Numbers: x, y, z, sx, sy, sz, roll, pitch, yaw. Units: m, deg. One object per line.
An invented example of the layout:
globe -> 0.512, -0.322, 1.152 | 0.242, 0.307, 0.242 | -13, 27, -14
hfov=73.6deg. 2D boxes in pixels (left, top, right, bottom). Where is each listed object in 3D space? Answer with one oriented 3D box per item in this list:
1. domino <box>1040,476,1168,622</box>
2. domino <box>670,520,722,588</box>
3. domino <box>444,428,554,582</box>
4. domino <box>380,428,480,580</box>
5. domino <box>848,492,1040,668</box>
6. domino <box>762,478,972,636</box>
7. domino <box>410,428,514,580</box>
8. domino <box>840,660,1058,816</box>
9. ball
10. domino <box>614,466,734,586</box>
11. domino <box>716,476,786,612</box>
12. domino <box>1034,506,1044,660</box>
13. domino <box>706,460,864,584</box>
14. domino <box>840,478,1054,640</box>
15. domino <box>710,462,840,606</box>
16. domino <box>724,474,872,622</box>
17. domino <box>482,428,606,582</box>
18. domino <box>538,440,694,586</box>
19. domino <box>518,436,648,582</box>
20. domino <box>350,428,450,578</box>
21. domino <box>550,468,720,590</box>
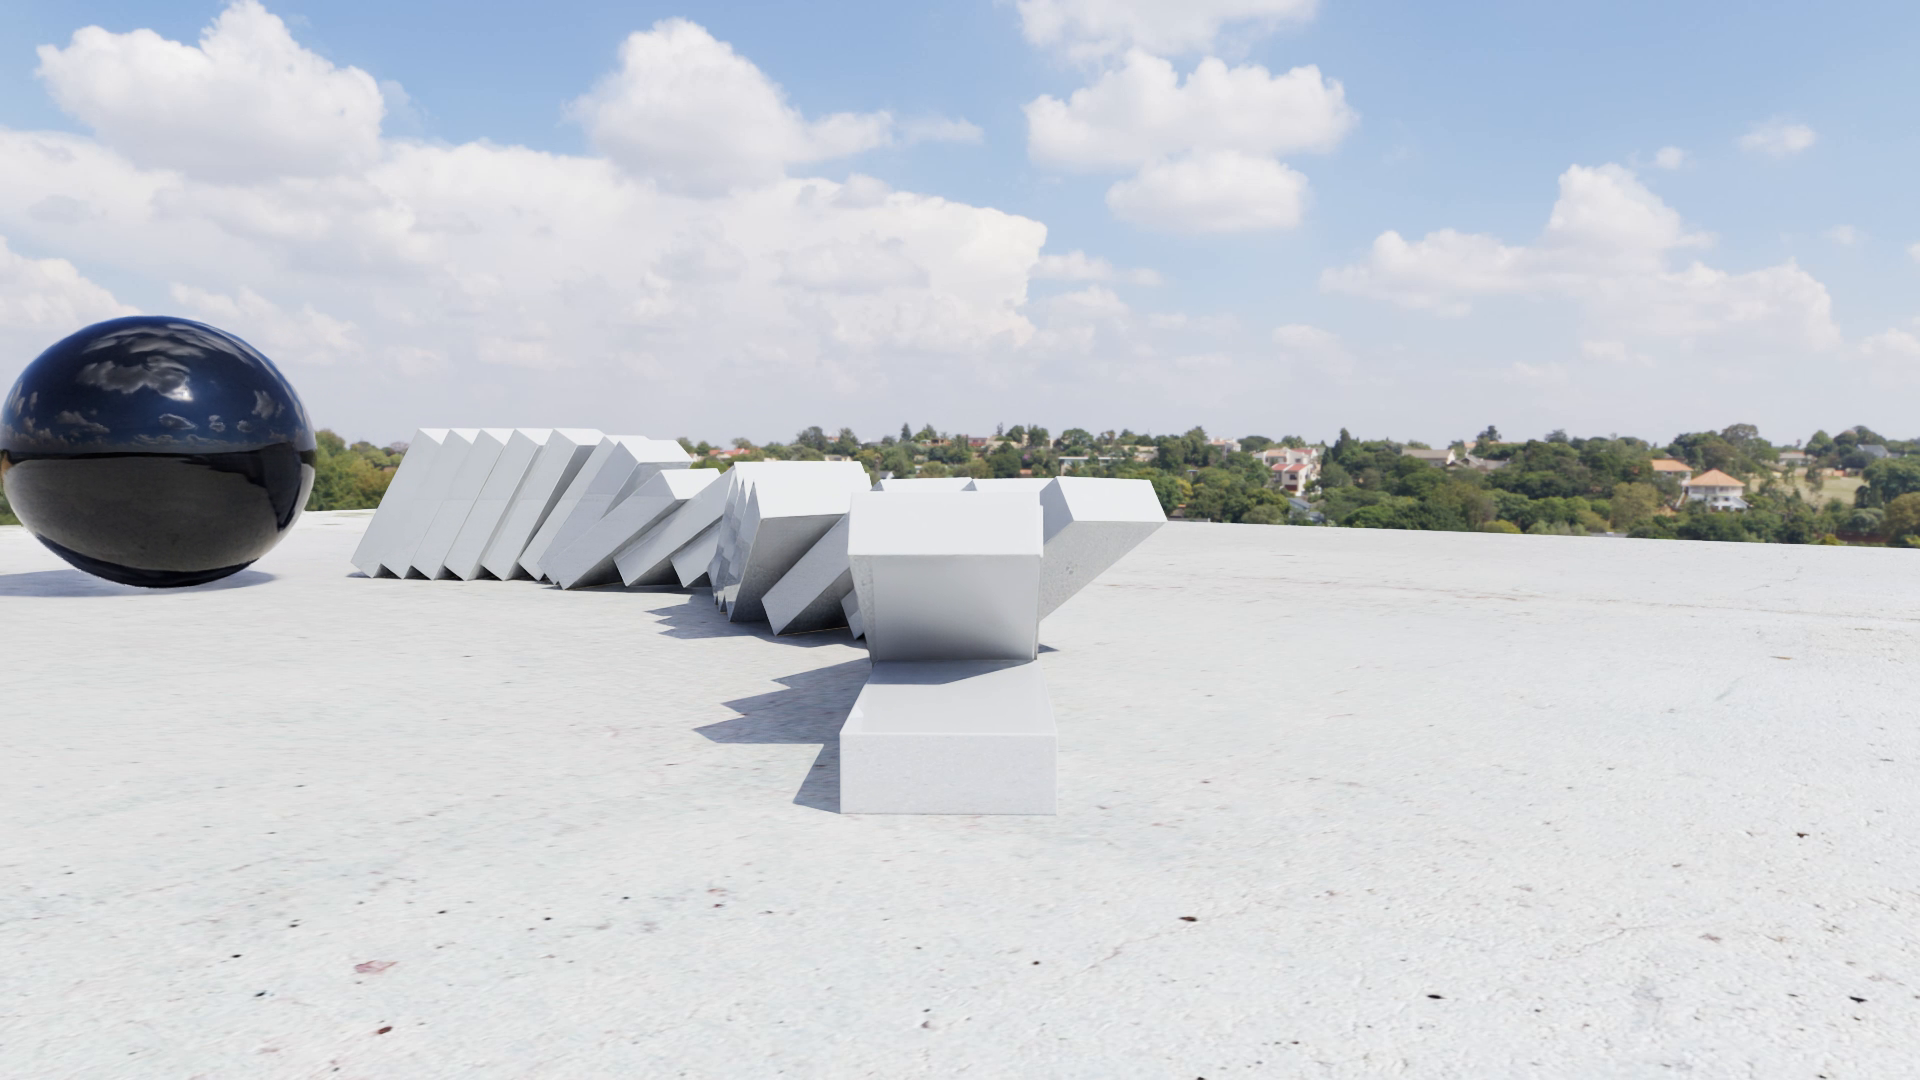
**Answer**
domino -> 0.016, 0.005, 0.259 | 0.025, 0.009, 0.050 | 0, -30, -39
domino -> -0.055, -0.003, 0.365 | 0.050, 0.009, 0.025 | -34, -15, 21
domino -> -0.141, -0.012, 0.405 | 0.009, 0.050, 0.025 | 34, 11, 10
domino -> -0.163, -0.012, 0.411 | 0.010, 0.050, 0.025 | 34, 11, 10
domino -> -0.001, 0.010, 0.190 | 0.025, 0.009, 0.050 | 0, -28, 2
domino -> -0.019, 0.004, 0.278 | 0.025, 0.009, 0.050 | -4, -27, -43
domino -> -0.152, -0.012, 0.407 | 0.010, 0.050, 0.025 | 34, 11, 10
domino -> -0.001, 0.025, 0.172 | 0.025, 0.009, 0.050 | 0, 4, 1
ball -> -0.233, -0.026, 0.376 | 0.080, 0.080, 0.080 | 0, 4, 0
domino -> -0.073, -0.004, 0.370 | 0.050, 0.010, 0.025 | -34, -14, 21
domino -> -0.043, 0.002, 0.309 | 0.025, 0.009, 0.050 | -2, -29, -19
domino -> 0.002, 0.009, 0.233 | 0.025, 0.009, 0.050 | 0, -24, 2
domino -> -0.047, -0.002, 0.345 | 0.025, 0.009, 0.050 | -2, -33, -37
domino -> -0.001, 0.004, 0.271 | 0.025, 0.009, 0.050 | -3, -28, -43
domino -> -0.047, -0.001, 0.325 | 0.025, 0.010, 0.050 | -2, -33, -20
domino -> -0.037, 0.003, 0.291 | 0.025, 0.010, 0.050 | -4, -28, -20
domino -> -0.129, -0.012, 0.406 | 0.009, 0.050, 0.025 | 34, 11, 10
domino -> -0.105, -0.008, 0.390 | 0.009, 0.050, 0.025 | 46, 22, 16
domino -> -0.116, -0.010, 0.404 | 0.009, 0.050, 0.025 | 40, 12, 9
domino -> -0.174, -0.012, 0.413 | 0.009, 0.050, 0.025 | 34, 11, 10
domino -> -0.093, -0.003, 0.374 | 0.050, 0.009, 0.025 | -35, -12, 25
